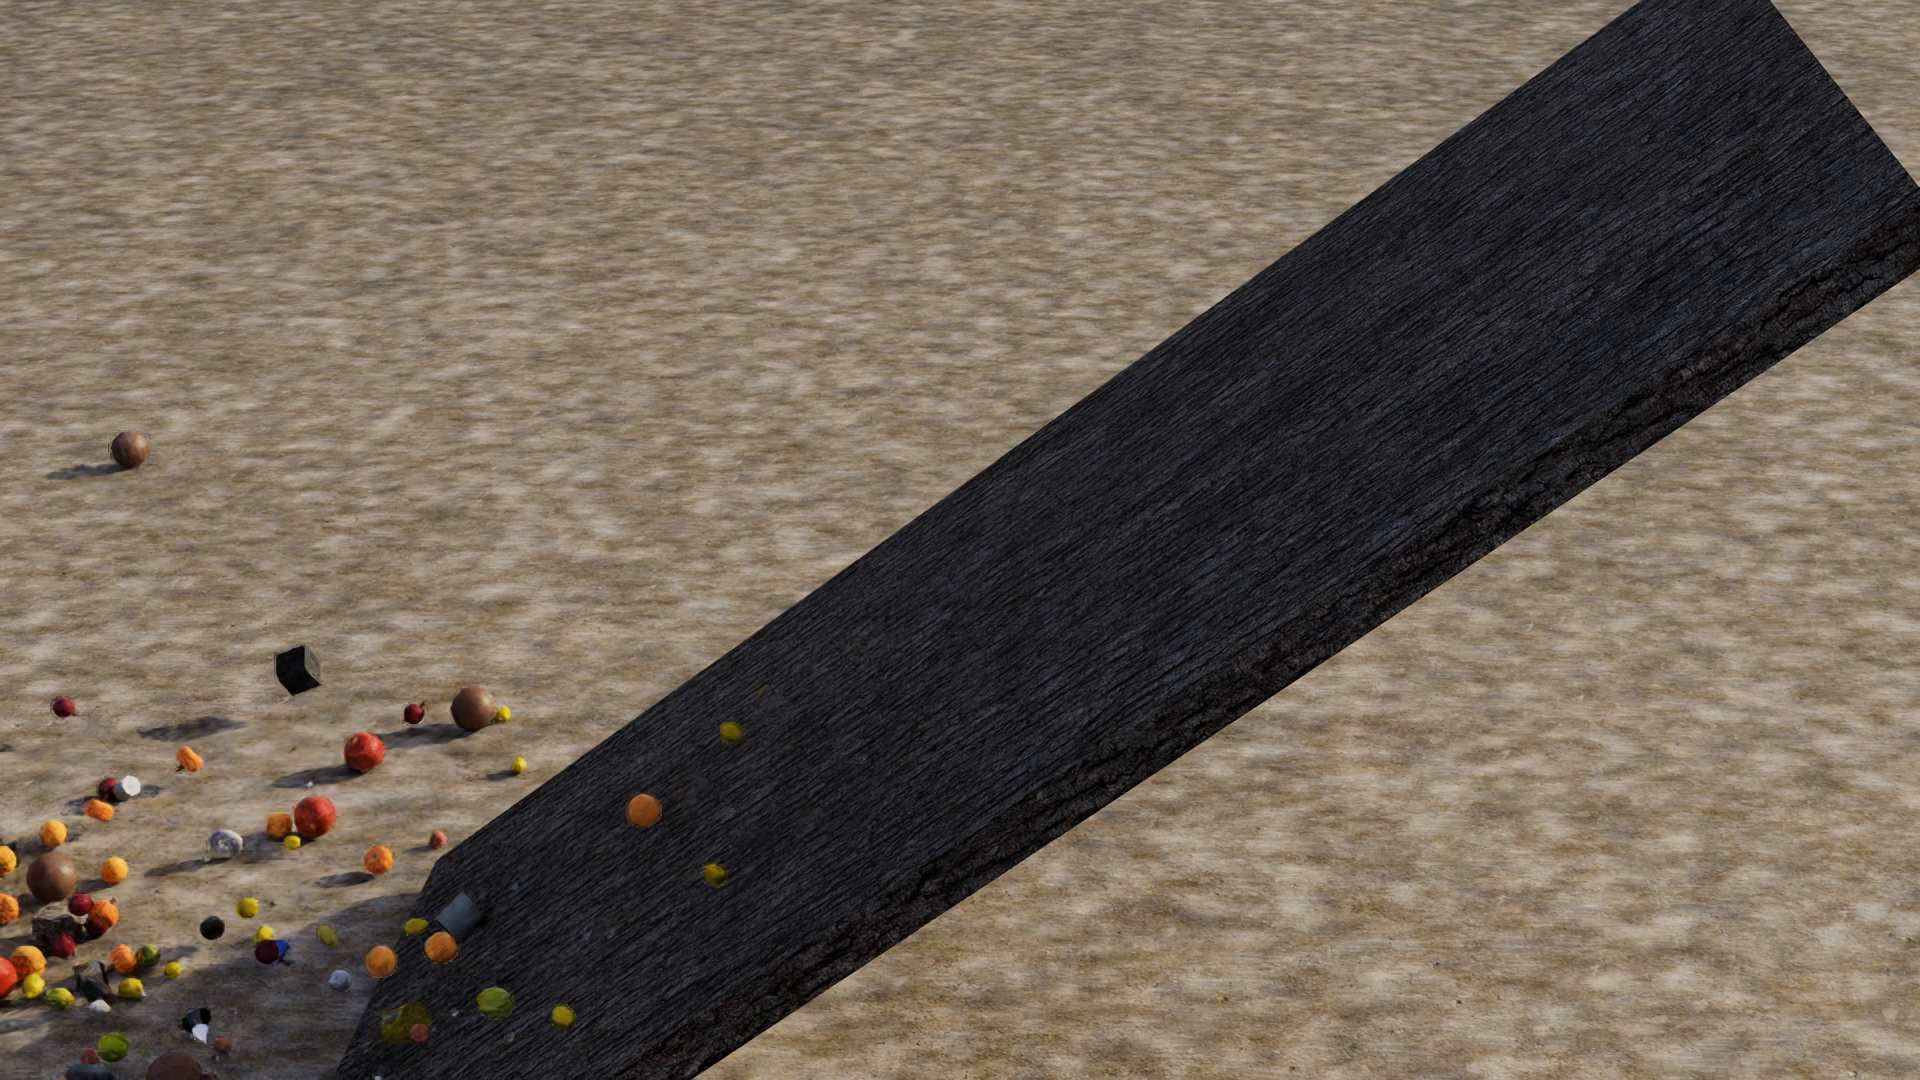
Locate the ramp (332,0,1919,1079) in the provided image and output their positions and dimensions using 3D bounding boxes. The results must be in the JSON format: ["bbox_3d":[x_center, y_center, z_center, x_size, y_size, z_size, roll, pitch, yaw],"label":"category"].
[{"bbox_3d":[0.124,0.183,6.333,4.000,0.100,2.000,-35,16,17],"label":"ramp"}]

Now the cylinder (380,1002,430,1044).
[{"bbox_3d":[-1.261,1.099,6.688,0.079,0.079,0.079,-25,4,38],"label":"cylinder"}]

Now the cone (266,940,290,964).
[{"bbox_3d":[-1.745,1.062,7.512,0.060,0.060,0.060,-2,50,-4],"label":"cone"}]

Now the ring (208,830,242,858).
[{"bbox_3d":[-1.991,0.823,7.976,0.093,0.093,0.031,1,37,2],"label":"ring"}]

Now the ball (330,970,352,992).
[{"bbox_3d":[-1.555,1.104,7.378,0.054,0.054,0.054,0,23,0],"label":"ball"}]

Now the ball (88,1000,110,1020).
[{"bbox_3d":[-2.122,1.159,7.250,0.051,0.051,0.051,0,23,0],"label":"ball"}]

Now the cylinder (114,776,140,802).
[{"bbox_3d":[-2.345,0.700,8.279,0.056,0.056,0.056,-28,1,41],"label":"cylinder"}]

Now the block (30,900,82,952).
[{"bbox_3d":[-2.330,0.996,7.589,0.086,0.086,0.086,9,25,21],"label":"block"}]

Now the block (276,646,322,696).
[{"bbox_3d":[-1.970,0.388,8.761,0.092,0.092,0.092,-20,52,9],"label":"block"}]

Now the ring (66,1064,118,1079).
[{"bbox_3d":[-2.023,1.254,6.852,0.120,0.120,0.040,1,58,3],"label":"ring"}]

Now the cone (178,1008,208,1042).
[{"bbox_3d":[-1.855,1.199,7.180,0.078,0.078,0.078,-17,61,-34],"label":"cone"}]

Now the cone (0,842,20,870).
[{"bbox_3d":[-2.560,0.834,7.932,0.078,0.078,0.078,23,41,-22],"label":"cone"}]

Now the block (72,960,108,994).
[{"bbox_3d":[-2.179,1.096,7.374,0.061,0.061,0.061,-16,15,-32],"label":"block"}]

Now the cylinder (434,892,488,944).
[{"bbox_3d":[-1.197,0.908,7.056,0.090,0.090,0.090,-46,41,-15],"label":"cylinder"}]

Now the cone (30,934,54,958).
[{"bbox_3d":[-2.363,1.043,7.554,0.061,0.061,0.061,-13,0,-27],"label":"cone"}]
